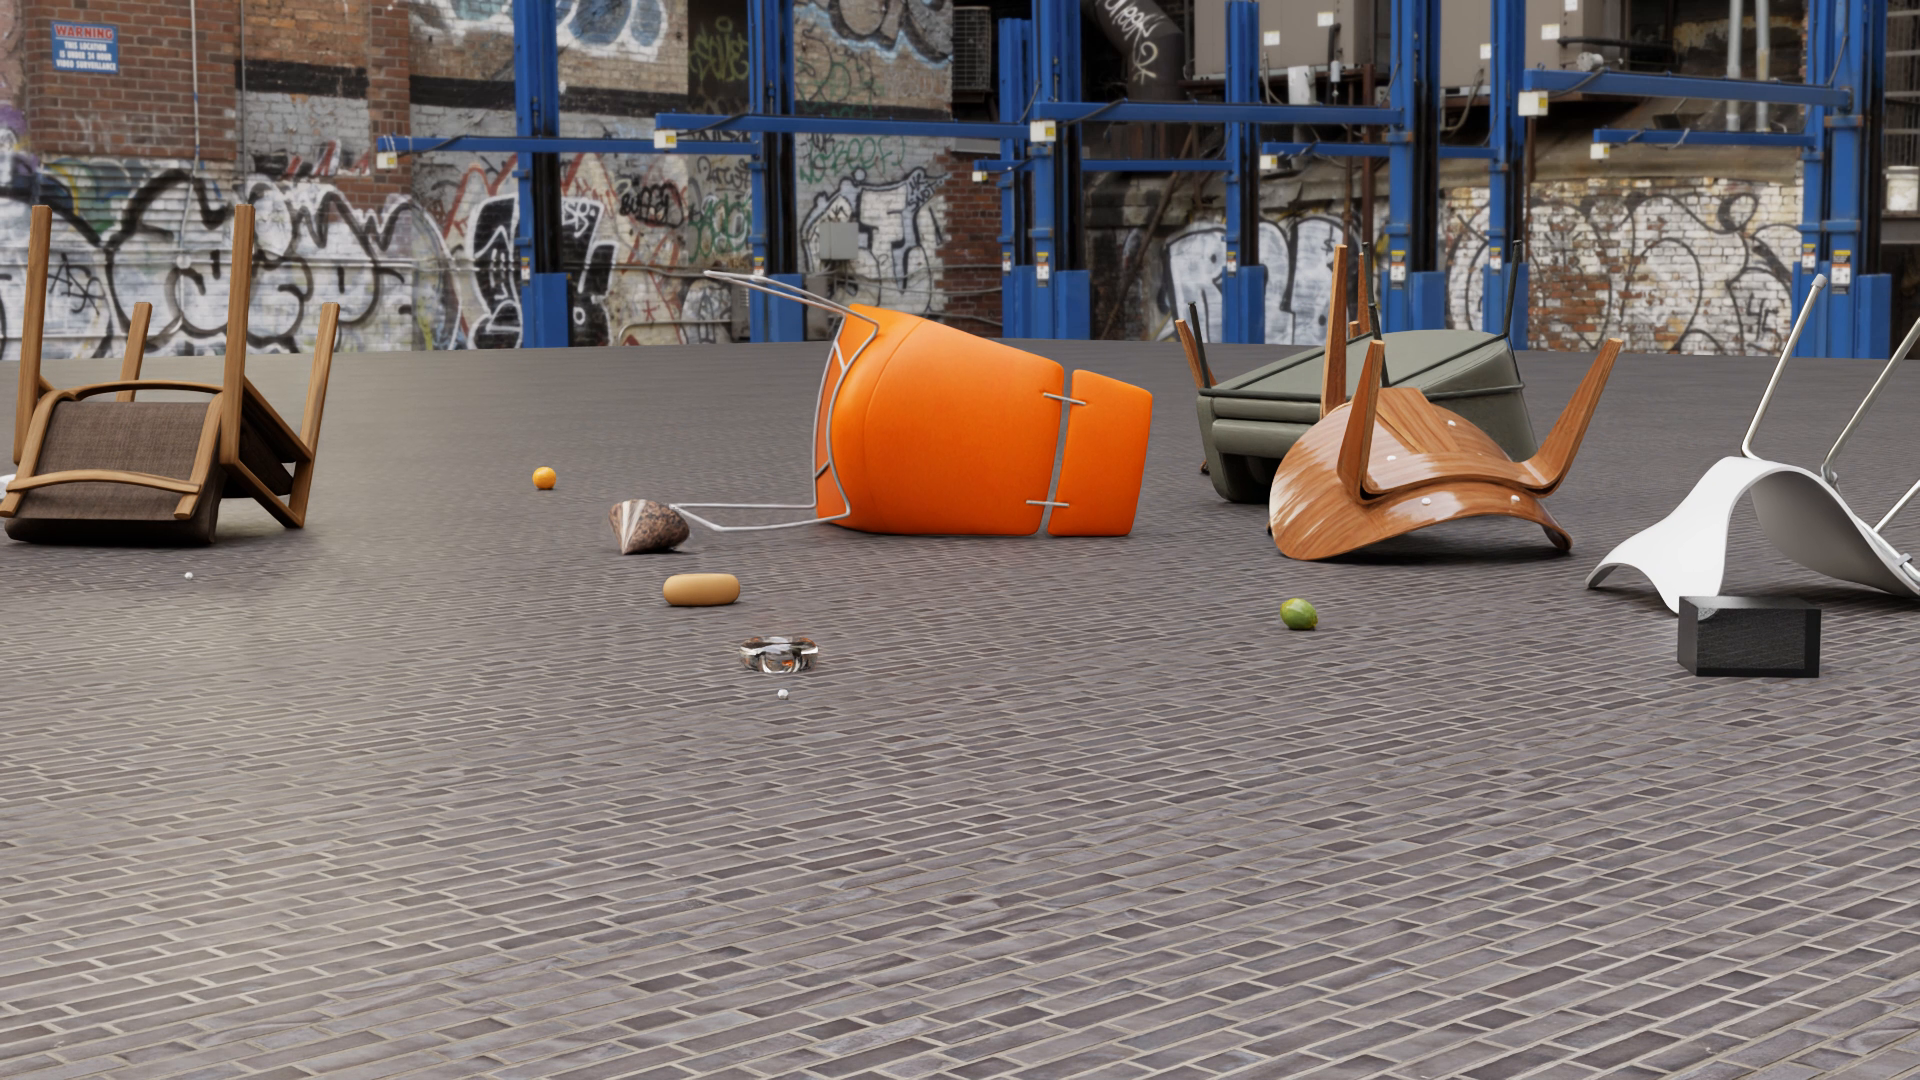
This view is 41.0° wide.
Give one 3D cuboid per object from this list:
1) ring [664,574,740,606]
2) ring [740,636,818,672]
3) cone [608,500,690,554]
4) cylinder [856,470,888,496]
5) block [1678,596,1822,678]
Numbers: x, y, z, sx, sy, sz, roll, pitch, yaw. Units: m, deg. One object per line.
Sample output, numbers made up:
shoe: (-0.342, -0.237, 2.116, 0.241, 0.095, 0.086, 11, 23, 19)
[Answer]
ring: (-0.519, 0.100, 5.152, 0.161, 0.060, 0.091, -1, 4, -25)
ring: (-0.305, 0.191, 4.317, 0.133, 0.050, 0.150, 1, 5, 5)
cone: (-0.773, -0.001, 6.112, 0.232, 0.145, 0.124, 2, 37, 28)
cylinder: (-0.264, -0.173, 7.775, 0.094, 0.065, 0.105, -3, 6, -24)
block: (1.318, 0.161, 4.294, 0.197, 0.114, 0.161, 0, 6, 5)
